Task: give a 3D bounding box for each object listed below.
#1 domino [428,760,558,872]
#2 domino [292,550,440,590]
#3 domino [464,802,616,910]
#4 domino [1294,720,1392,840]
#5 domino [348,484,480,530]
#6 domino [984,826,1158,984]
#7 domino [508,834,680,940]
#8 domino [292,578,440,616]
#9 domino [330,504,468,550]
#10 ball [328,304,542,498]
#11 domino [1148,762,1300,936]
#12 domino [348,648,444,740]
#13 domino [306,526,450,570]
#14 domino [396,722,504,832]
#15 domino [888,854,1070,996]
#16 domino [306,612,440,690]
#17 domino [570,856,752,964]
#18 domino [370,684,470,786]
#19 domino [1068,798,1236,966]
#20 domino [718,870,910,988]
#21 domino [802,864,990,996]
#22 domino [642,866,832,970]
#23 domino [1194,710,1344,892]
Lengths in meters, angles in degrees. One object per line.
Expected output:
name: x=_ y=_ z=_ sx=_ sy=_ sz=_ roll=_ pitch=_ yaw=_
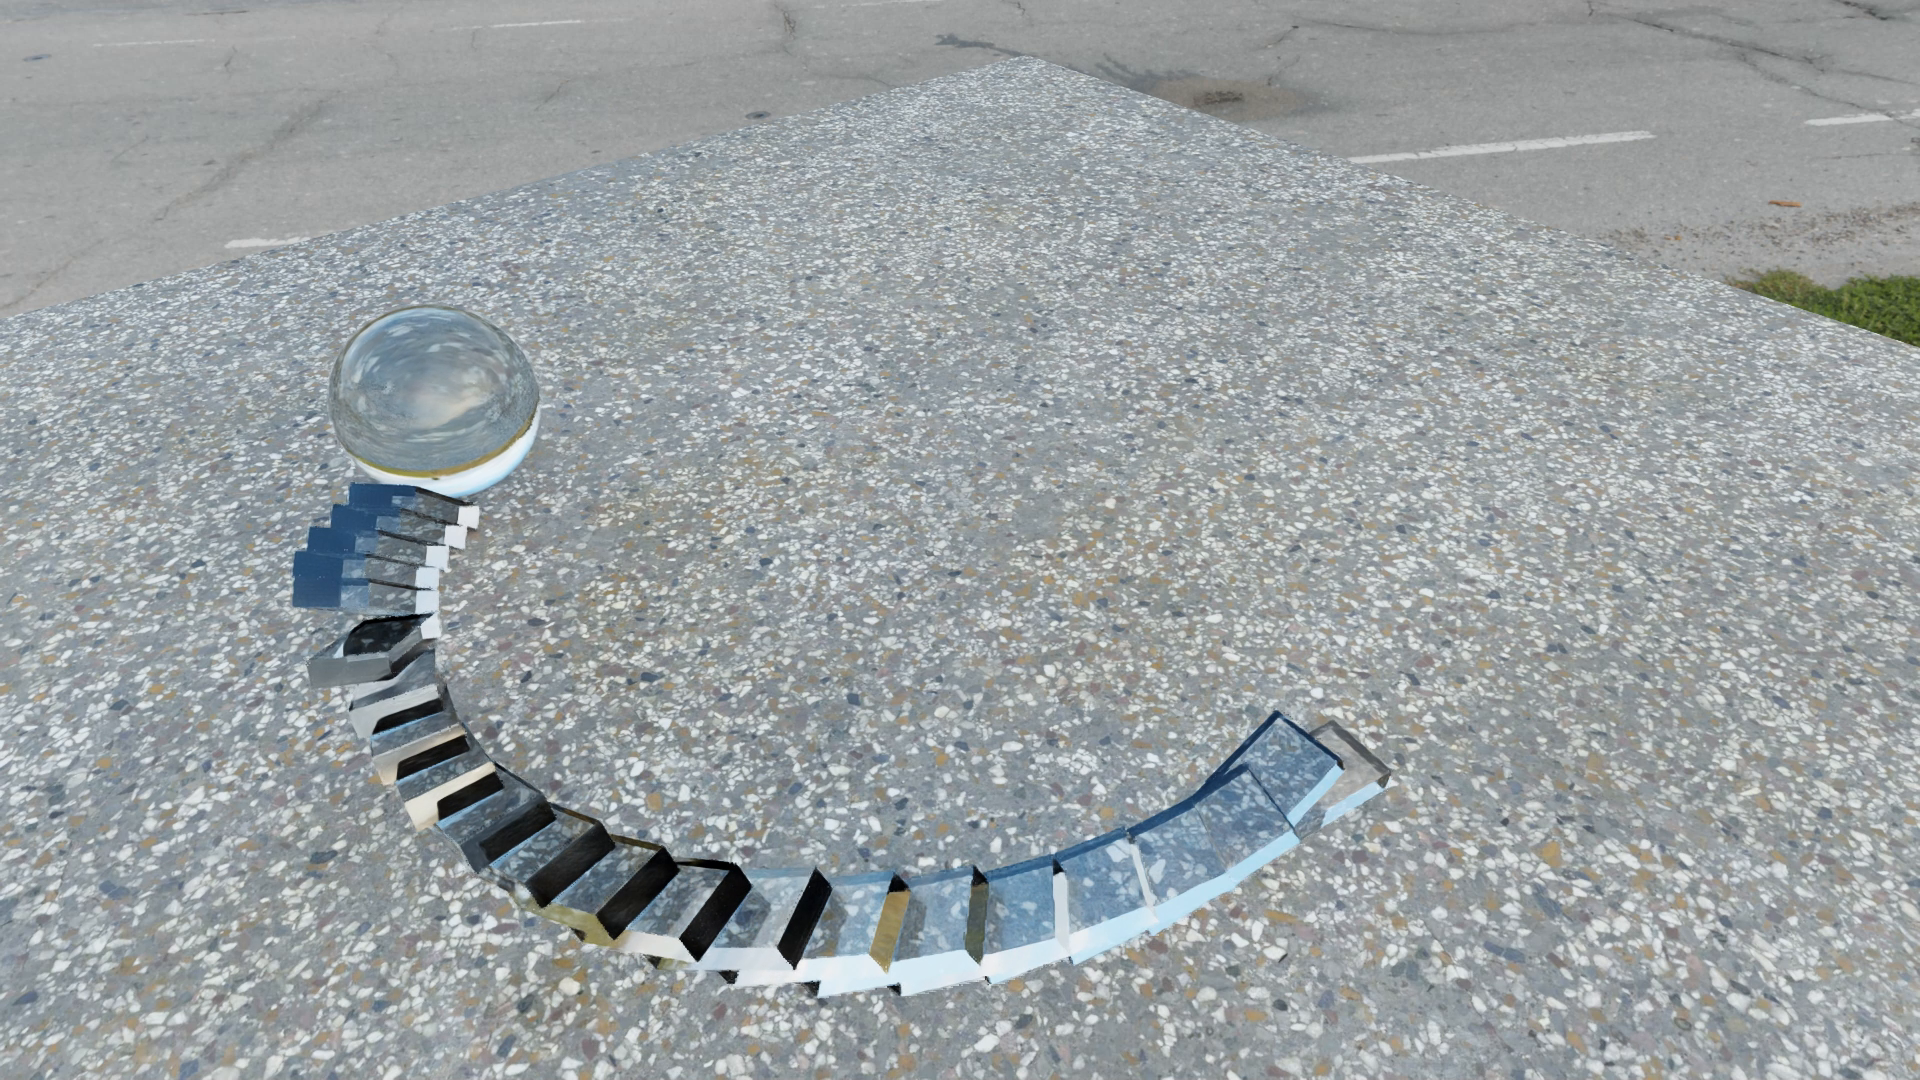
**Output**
domino: x=-0.142 y=0.081 z=0.327 sx=0.025 sy=0.010 sz=0.050 roll=-33 pitch=22 yaw=-33
domino: x=-0.216 y=0.012 z=0.403 sx=0.025 sy=0.050 sz=0.010 roll=2 pitch=83 yaw=3
domino: x=-0.124 y=0.089 z=0.318 sx=0.050 sy=0.009 sz=0.025 roll=-1 pitch=30 yaw=45
domino: x=0.109 y=0.078 z=0.348 sx=0.050 sy=0.009 sz=0.025 roll=-21 pitch=44 yaw=-24
domino: x=-0.214 y=-0.013 z=0.433 sx=0.025 sy=0.050 sz=0.009 roll=2 pitch=83 yaw=3
domino: x=0.027 y=0.101 z=0.304 sx=0.050 sy=0.010 sz=0.025 roll=-25 pitch=38 yaw=11
domino: x=-0.104 y=0.095 z=0.310 sx=0.050 sy=0.010 sz=0.025 roll=-4 pitch=30 yaw=41
domino: x=-0.210 y=0.021 z=0.392 sx=0.025 sy=0.050 sz=0.010 roll=0 pitch=83 yaw=0
domino: x=-0.214 y=-0.005 z=0.423 sx=0.025 sy=0.050 sz=0.009 roll=2 pitch=83 yaw=3
ball: x=-0.217 y=-0.057 z=0.457 sx=0.080 sy=0.080 sz=0.080 roll=0 pitch=39 yaw=0
domino: x=0.069 y=0.089 z=0.319 sx=0.050 sy=0.010 sz=0.025 roll=-33 pitch=44 yaw=0
domino: x=-0.186 y=0.050 z=0.365 sx=0.025 sy=0.009 sz=0.050 roll=-19 pitch=16 yaw=-21
domino: x=-0.217 y=0.004 z=0.413 sx=0.025 sy=0.050 sz=0.009 roll=2 pitch=83 yaw=3
domino: x=-0.159 y=0.072 z=0.339 sx=0.025 sy=0.009 sz=0.050 roll=-26 pitch=19 yaw=-28
domino: x=0.004 y=0.105 z=0.299 sx=0.050 sy=0.010 sz=0.025 roll=-20 pitch=36 yaw=17
domino: x=-0.201 y=0.037 z=0.380 sx=0.025 sy=0.009 sz=0.050 roll=-6 pitch=12 yaw=-7
domino: x=-0.084 y=0.100 z=0.304 sx=0.050 sy=0.009 sz=0.025 roll=-8 pitch=30 yaw=36
domino: x=-0.173 y=0.061 z=0.351 sx=0.025 sy=0.010 sz=0.050 roll=-22 pitch=17 yaw=-25
domino: x=0.049 y=0.096 z=0.309 sx=0.050 sy=0.009 sz=0.025 roll=-29 pitch=41 yaw=7
domino: x=-0.040 y=0.105 z=0.298 sx=0.050 sy=0.010 sz=0.025 roll=-15 pitch=33 yaw=26
domino: x=-0.018 y=0.106 z=0.297 sx=0.050 sy=0.010 sz=0.025 roll=-19 pitch=34 yaw=21
domino: x=-0.062 y=0.103 z=0.300 sx=0.050 sy=0.010 sz=0.025 roll=-12 pitch=32 yaw=30
domino: x=0.089 y=0.078 z=0.332 sx=0.050 sy=0.009 sz=0.025 roll=-43 pitch=49 yaw=-9
